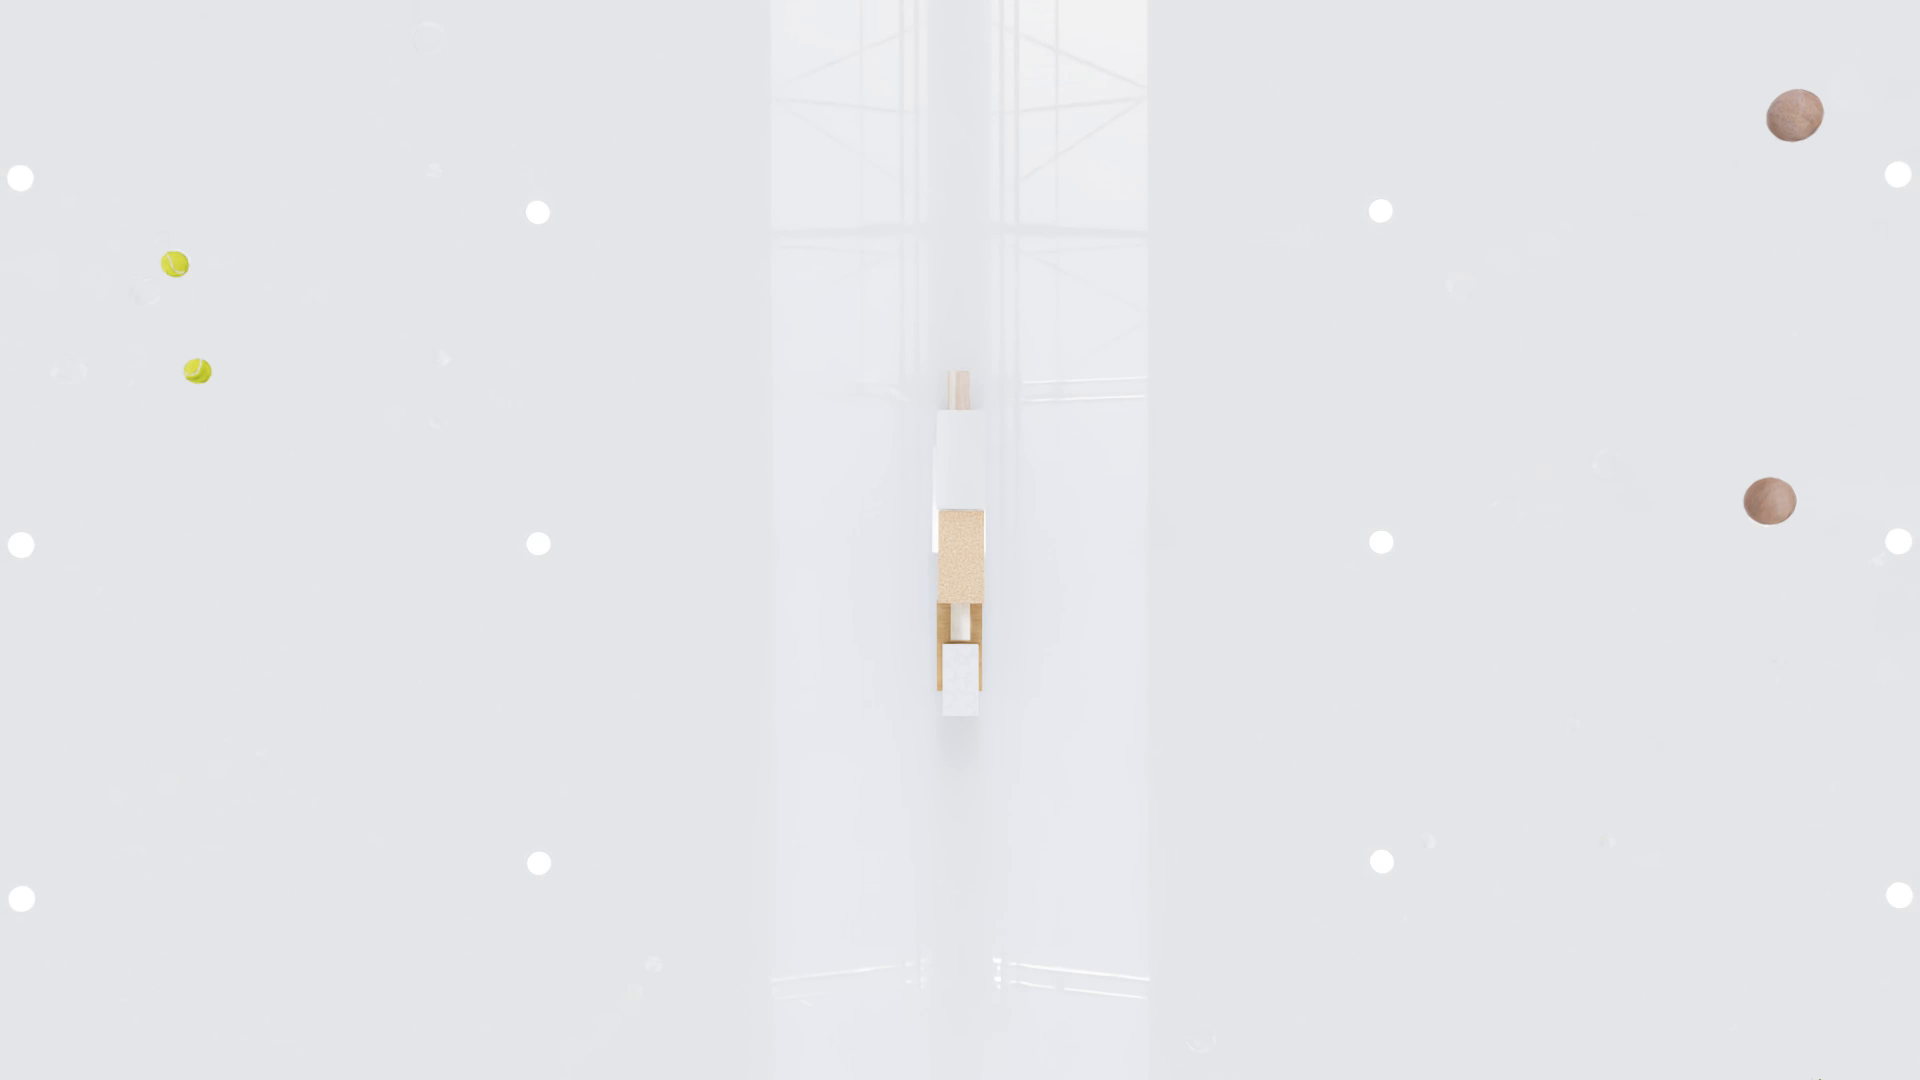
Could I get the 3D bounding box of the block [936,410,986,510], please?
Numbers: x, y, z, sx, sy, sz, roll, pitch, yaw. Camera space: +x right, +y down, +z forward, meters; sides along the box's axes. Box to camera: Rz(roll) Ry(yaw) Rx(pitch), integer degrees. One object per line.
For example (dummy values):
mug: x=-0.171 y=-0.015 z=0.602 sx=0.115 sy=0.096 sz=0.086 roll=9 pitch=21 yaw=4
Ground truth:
block: x=0.002 y=-0.234 z=4.816 sx=0.143 sy=0.041 sz=0.286 roll=0 pitch=90 yaw=0

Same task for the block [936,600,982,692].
block: x=-0.002 y=0.331 z=5.194 sx=0.143 sy=0.040 sz=0.285 roll=0 pitch=90 yaw=0

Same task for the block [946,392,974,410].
block: x=0.001 y=-0.386 z=5.310 sx=0.089 sy=0.025 sz=0.177 roll=0 pitch=90 yaw=0

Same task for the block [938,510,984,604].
block: x=0.003 y=0.049 z=4.833 sx=0.135 sy=0.038 sz=0.271 roll=0 pitch=90 yaw=0

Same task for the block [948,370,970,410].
block: x=-0.003 y=-0.454 z=5.143 sx=0.072 sy=0.020 sz=0.144 roll=0 pitch=90 yaw=0

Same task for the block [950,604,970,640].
block: x=0.001 y=0.248 z=5.049 sx=0.058 sy=0.017 sz=0.117 roll=0 pitch=90 yaw=0

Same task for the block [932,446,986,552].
block: x=-0.003 y=-0.127 z=5.146 sx=0.165 sy=0.047 sz=0.330 roll=0 pitch=90 yaw=0

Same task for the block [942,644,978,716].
block: x=0.002 y=0.419 z=4.945 sx=0.107 sy=0.030 sz=0.214 roll=0 pitch=90 yaw=0
